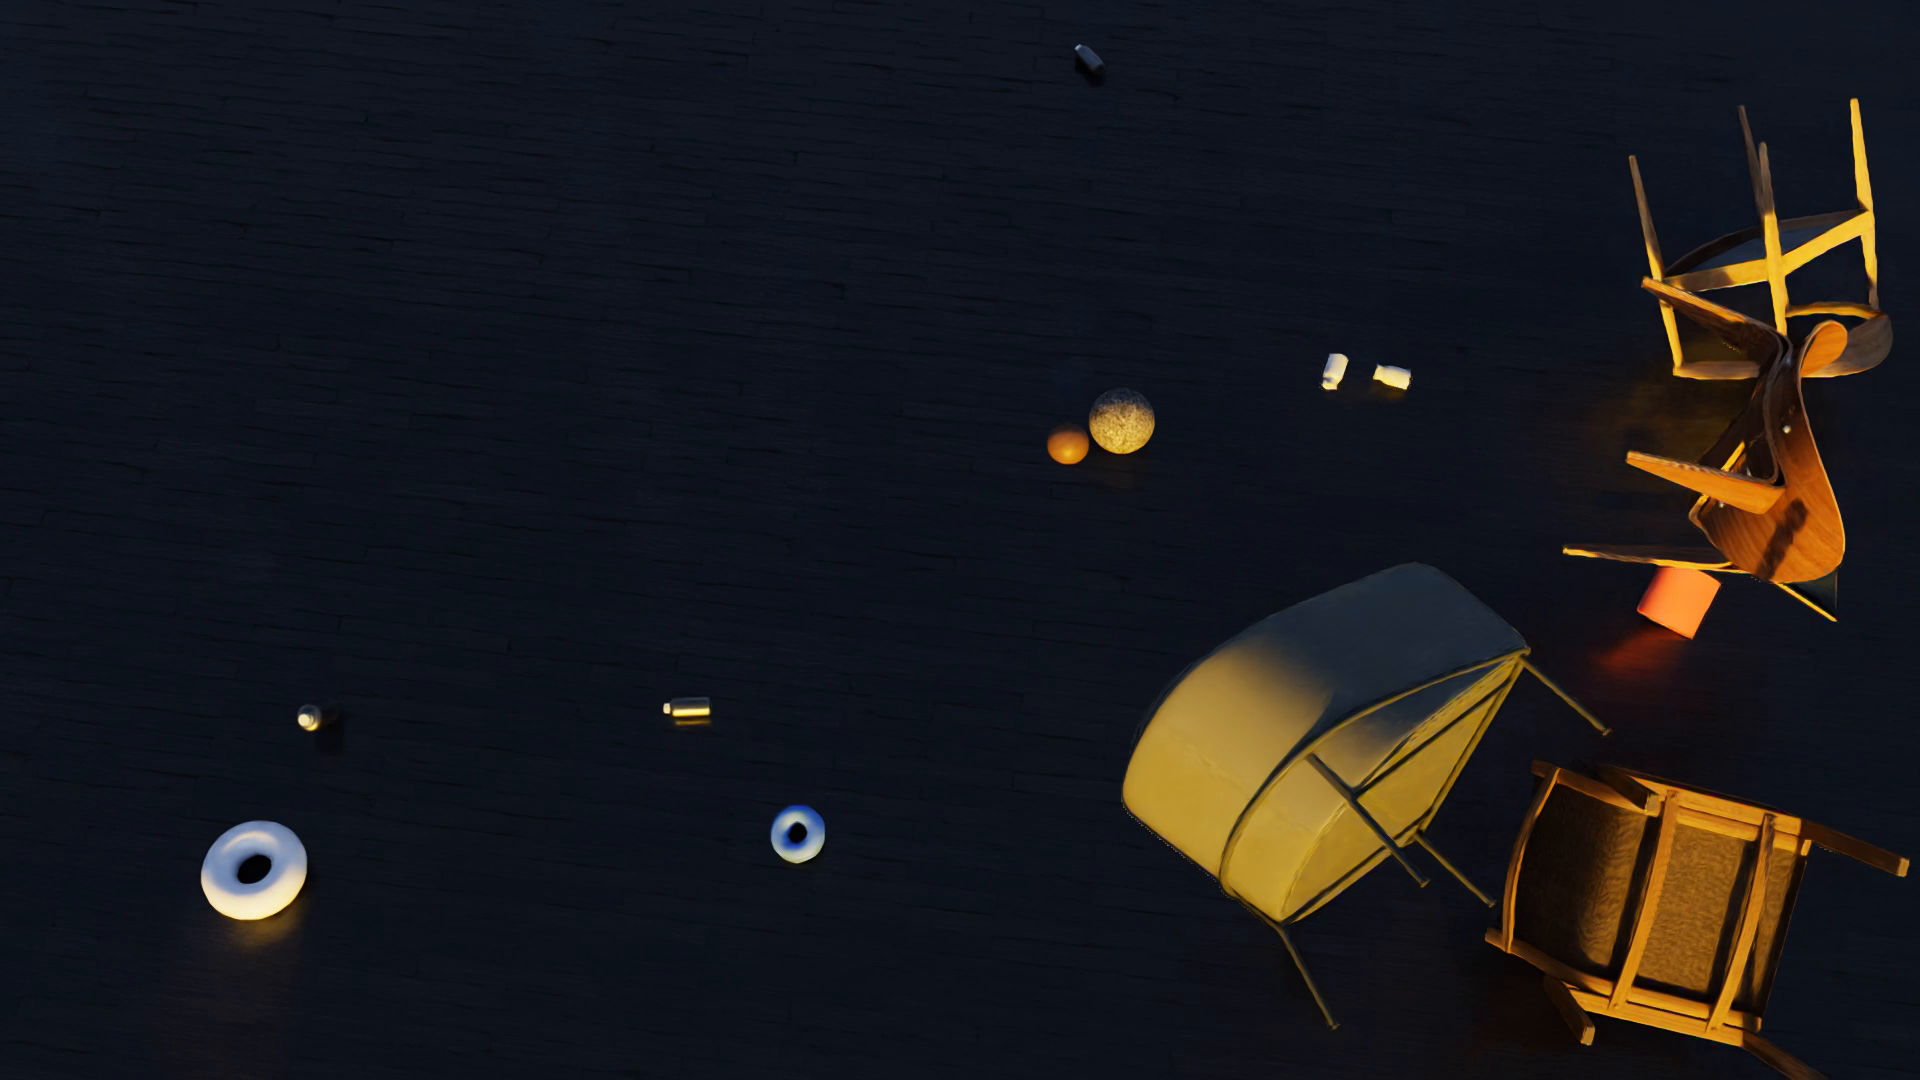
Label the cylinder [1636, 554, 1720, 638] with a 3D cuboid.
[{"bbox_3d":[2.057,0.163,6.298,0.140,0.239,0.175,30,95,50],"label":"cylinder"}]

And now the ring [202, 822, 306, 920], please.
[{"bbox_3d":[-1.899,0.888,5.919,0.281,0.100,0.286,-24,58,-14],"label":"ring"}]

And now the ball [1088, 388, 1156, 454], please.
[{"bbox_3d":[0.493,-0.363,6.696,0.203,0.203,0.203,0,56,0],"label":"ball"}]

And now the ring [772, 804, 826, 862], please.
[{"bbox_3d":[-0.441,0.799,5.986,0.157,0.051,0.165,-39,61,0],"label":"ring"}]
